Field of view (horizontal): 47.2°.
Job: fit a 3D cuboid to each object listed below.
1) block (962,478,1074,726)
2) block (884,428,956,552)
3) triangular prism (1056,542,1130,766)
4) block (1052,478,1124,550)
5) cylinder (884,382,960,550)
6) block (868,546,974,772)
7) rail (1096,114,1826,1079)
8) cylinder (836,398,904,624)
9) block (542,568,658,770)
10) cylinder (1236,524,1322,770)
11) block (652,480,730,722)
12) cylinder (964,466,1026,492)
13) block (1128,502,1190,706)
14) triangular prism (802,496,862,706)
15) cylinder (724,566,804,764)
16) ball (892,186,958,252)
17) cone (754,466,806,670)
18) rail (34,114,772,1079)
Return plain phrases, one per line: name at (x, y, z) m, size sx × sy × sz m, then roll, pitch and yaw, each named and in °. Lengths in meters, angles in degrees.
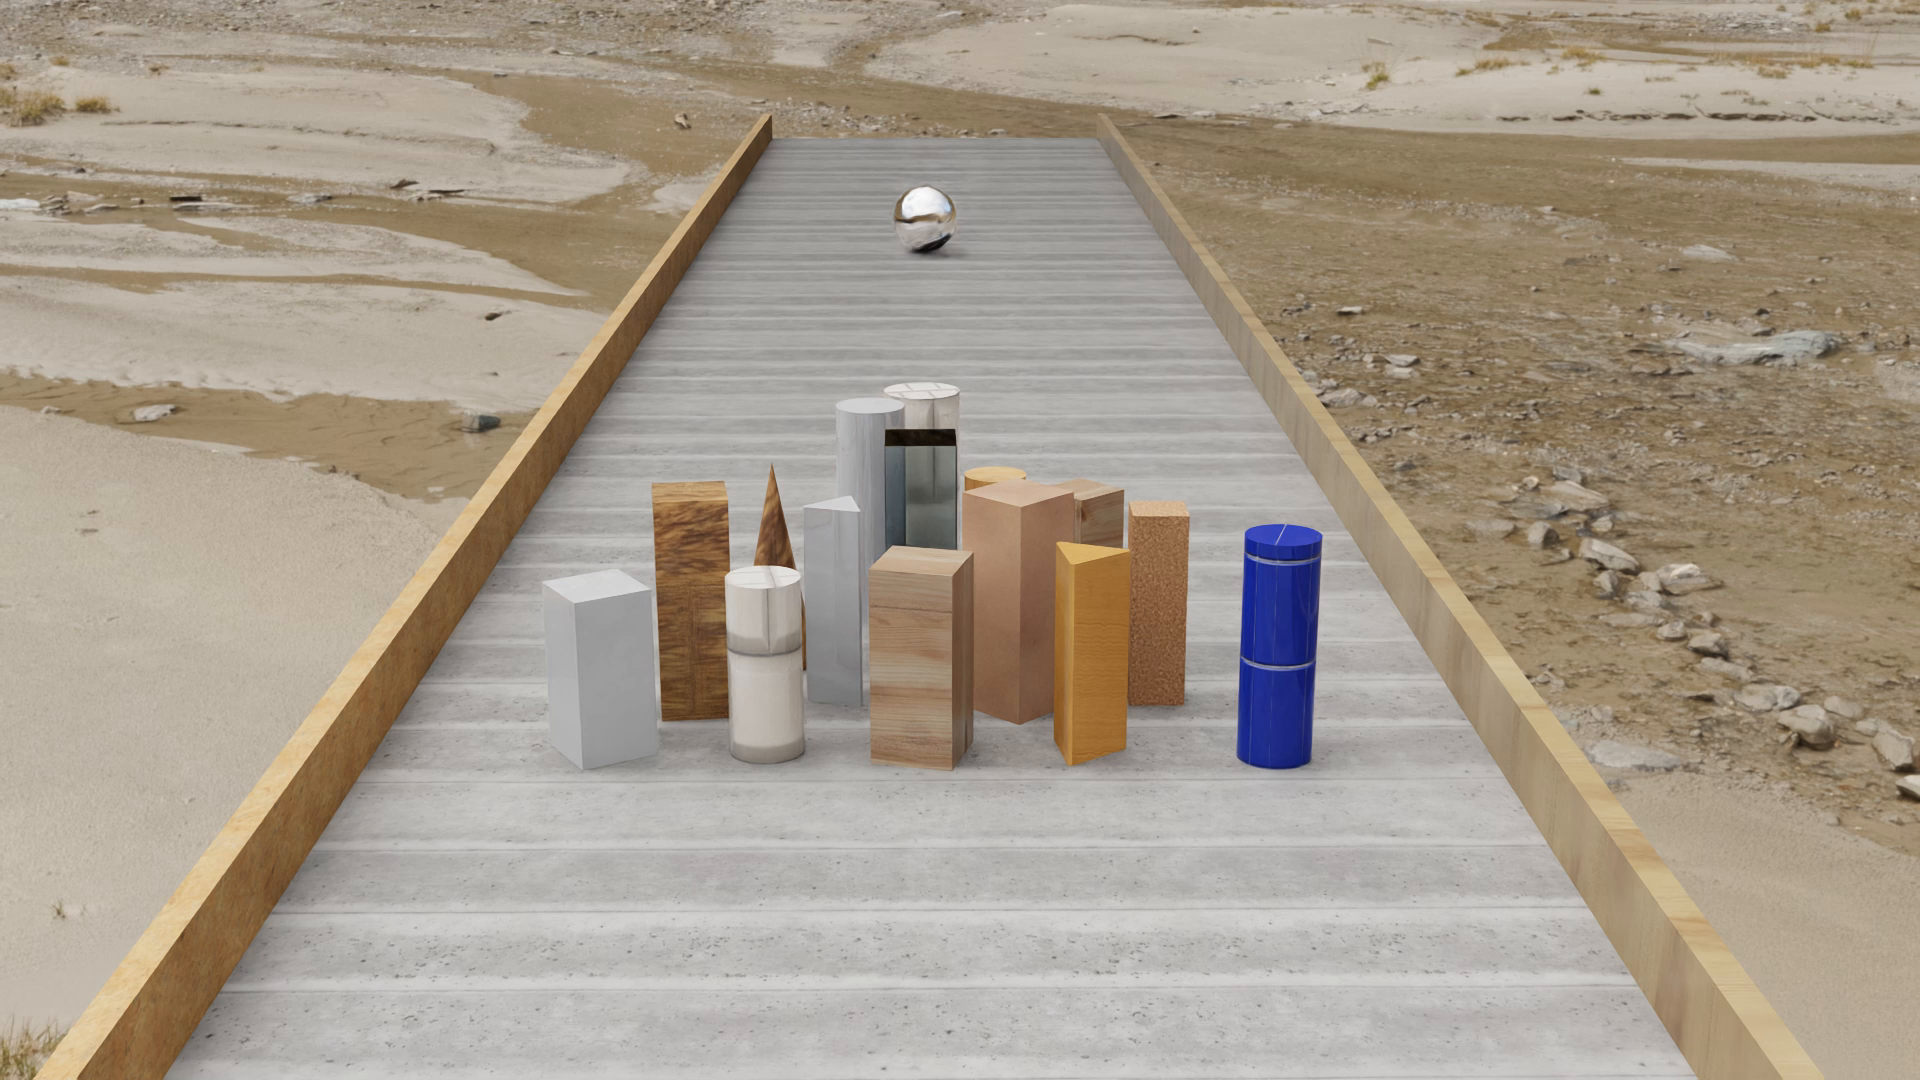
block at (0.107, 0.112, 4.113) m, size 0.146 × 0.420 × 0.146 m, roll 15°, pitch 22°, yaw 42°
block at (-0.078, 0.012, 4.401) m, size 0.140 × 0.447 × 0.140 m, roll 0°, pitch 17°, yaw -1°
triangular prism at (0.210, 0.195, 3.916) m, size 0.135 × 0.373 × 0.117 m, roll -13°, pitch 21°, yaw -36°
block at (0.240, 0.065, 4.402) m, size 0.121 × 0.346 × 0.121 m, roll -15°, pitch 22°, yaw -41°
cylinder at (-0.083, -0.117, 4.854) m, size 0.166 × 0.436 × 0.166 m, roll 0°, pitch 17°, yaw 0°
block at (-0.067, 0.208, 3.896) m, size 0.149 × 0.360 × 0.149 m, roll 4°, pitch 17°, yaw 14°
rail at (0.932, -0.844, 7.801) m, size 0.050 × 0.150 × 12.000 m, roll 0°, pitch 17°, yaw -1°
cylinder at (-0.186, -0.062, 4.635) m, size 0.144 × 0.456 × 0.144 m, roll 0°, pitch 17°, yaw 0°
block at (-0.641, 0.228, 3.917) m, size 0.145 × 0.309 × 0.145 m, roll -10°, pitch 19°, yaw -31°
cylinder at (0.561, 0.188, 3.871) m, size 0.134 × 0.411 × 0.134 m, roll 0°, pitch 17°, yaw 0°
block at (-0.498, 0.113, 4.104) m, size 0.135 × 0.423 × 0.135 m, roll -3°, pitch 17°, yaw -9°
cylinder at (0.074, 0.013, 4.630) m, size 0.128 × 0.314 × 0.128 m, roll 0°, pitch 17°, yaw 0°
block at (0.372, 0.120, 4.168) m, size 0.104 × 0.373 × 0.104 m, roll 0°, pitch 17°, yaw 0°
triangular prism at (-0.224, 0.113, 4.172) m, size 0.113 × 0.384 × 0.097 m, roll 5°, pitch 17°, yaw 18°
cylinder at (-0.346, 0.222, 3.907) m, size 0.134 × 0.328 × 0.134 m, roll 0°, pitch 17°, yaw 0°
ball at (-0.149, -1.363, 9.329) m, size 0.274 × 0.274 × 0.274 m, roll 0°, pitch 17°, yaw 0°
cone at (-0.367, 0.045, 4.352) m, size 0.162 × 0.413 × 0.162 m, roll 0°, pitch 17°, yaw 0°
rail at (-1.118, -0.838, 7.780) m, size 0.050 × 0.150 × 12.000 m, roll 0°, pitch 17°, yaw -1°
